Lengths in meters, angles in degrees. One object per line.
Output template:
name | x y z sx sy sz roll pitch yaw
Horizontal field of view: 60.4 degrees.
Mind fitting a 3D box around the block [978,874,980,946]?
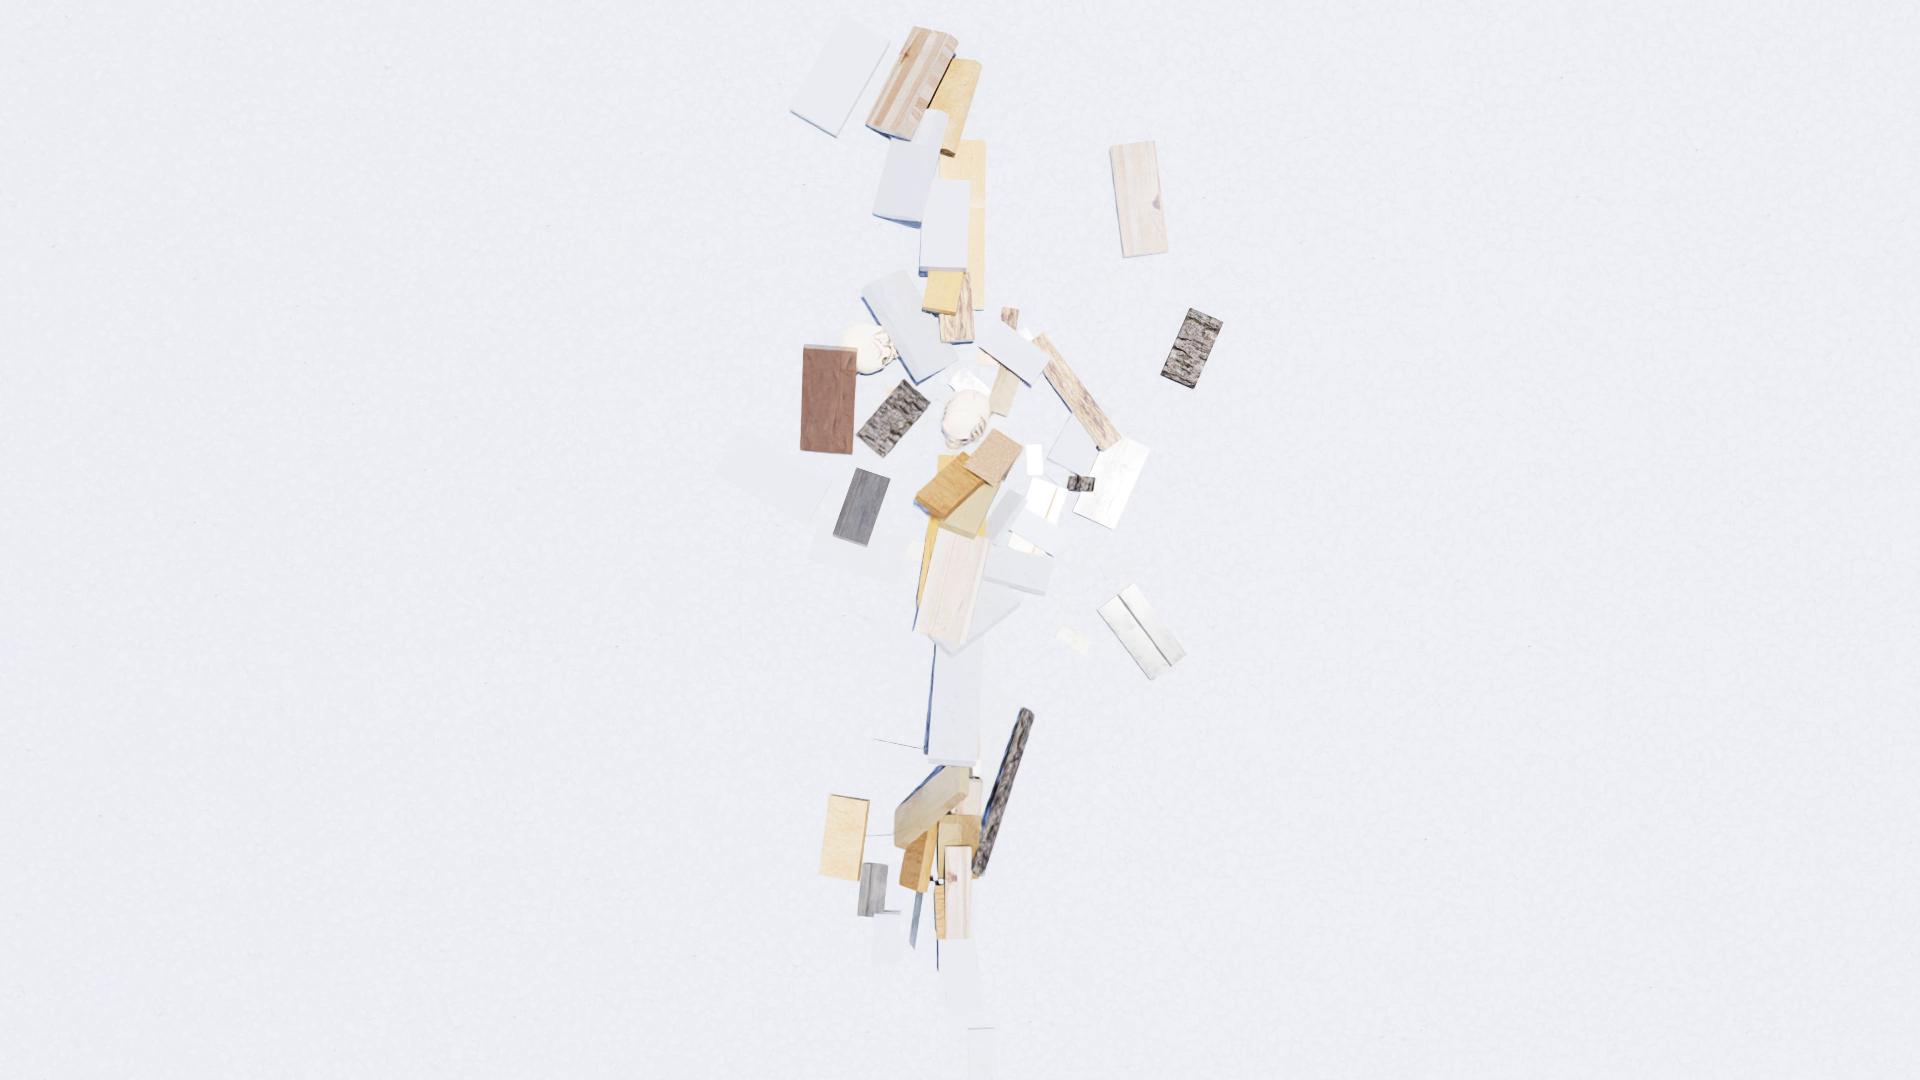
block | -0.002 1.072 5.481 0.134 0.038 0.551 0 90 0

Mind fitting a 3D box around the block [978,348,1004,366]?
block | 0.117 -0.608 5.492 0.112 0.016 0.056 1 90 0

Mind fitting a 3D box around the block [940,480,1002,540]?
block | 0.035 -0.119 5.337 0.121 0.034 0.241 21 55 8

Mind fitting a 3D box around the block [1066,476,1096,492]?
block | 0.401 -0.186 5.460 0.098 0.014 0.049 4 77 38

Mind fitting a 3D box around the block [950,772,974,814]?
block | 0.008 0.831 5.353 0.078 0.022 0.156 -1 88 0

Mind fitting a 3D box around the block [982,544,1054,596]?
block | 0.179 0.095 5.443 0.245 0.035 0.122 15 63 6

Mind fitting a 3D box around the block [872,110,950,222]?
block | -0.163 -1.236 5.424 0.180 0.051 0.359 15 90 39

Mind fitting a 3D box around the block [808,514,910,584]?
block | -0.336 0.031 5.478 0.305 0.043 0.153 16 90 0

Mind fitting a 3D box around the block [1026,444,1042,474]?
block | 0.248 -0.268 5.493 0.049 0.014 0.098 -3 90 0

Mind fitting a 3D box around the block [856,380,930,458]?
block | -0.221 -0.403 5.467 0.121 0.034 0.241 41 95 -5

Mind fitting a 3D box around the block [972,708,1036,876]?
block | 0.143 0.823 5.397 0.026 0.091 0.555 15 78 16

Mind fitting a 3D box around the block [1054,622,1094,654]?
block | 0.379 0.329 5.492 0.116 0.016 0.058 31 90 0

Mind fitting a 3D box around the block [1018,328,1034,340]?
block | 0.229 -0.648 5.492 0.056 0.016 0.112 -35 90 0

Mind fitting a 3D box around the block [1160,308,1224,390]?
block | 0.771 -0.637 5.483 0.121 0.034 0.241 24 90 0

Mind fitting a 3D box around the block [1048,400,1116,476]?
block | 0.402 -0.349 5.471 0.122 0.035 0.245 29 85 0

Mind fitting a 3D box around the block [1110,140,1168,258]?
block | 0.594 -1.132 5.479 0.148 0.042 0.368 -7 90 0

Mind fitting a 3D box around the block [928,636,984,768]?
block | -0.008 0.459 5.304 0.153 0.043 0.564 4 57 0

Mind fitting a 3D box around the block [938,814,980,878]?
block | -0.003 0.998 5.363 0.134 0.038 0.267 1 129 0

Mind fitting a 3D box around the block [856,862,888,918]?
block | -0.290 1.165 5.488 0.088 0.025 0.176 6 90 0

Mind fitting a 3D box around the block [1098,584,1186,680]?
block | 0.605 0.305 5.479 0.148 0.042 0.295 -37 90 0

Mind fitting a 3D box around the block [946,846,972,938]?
block | -0.005 1.136 5.321 0.085 0.024 0.298 0 92 1

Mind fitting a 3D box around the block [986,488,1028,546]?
block | 0.144 -0.076 5.456 0.026 0.091 0.182 34 90 -38

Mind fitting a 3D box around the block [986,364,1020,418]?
block | 0.145 -0.494 5.470 0.078 0.022 0.156 19 83 -5

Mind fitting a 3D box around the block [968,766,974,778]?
block | 0.002 0.740 5.337 0.078 0.022 0.191 -3 77 0

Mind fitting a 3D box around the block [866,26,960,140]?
block | -0.159 -1.504 5.424 0.180 0.051 0.359 27 90 39

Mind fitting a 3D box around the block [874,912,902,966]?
block | -0.241 1.322 5.473 0.088 0.025 0.176 2 100 0

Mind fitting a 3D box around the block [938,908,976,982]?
block | -0.011 1.317 5.370 0.116 0.033 0.232 -2 72 2

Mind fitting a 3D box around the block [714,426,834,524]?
block | -0.616 -0.214 5.475 0.351 0.050 0.176 30 90 0

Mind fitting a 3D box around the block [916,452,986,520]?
block | -0.021 -0.176 5.329 0.121 0.034 0.241 36 58 18

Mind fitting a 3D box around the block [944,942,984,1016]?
block | 0.007 1.443 5.417 0.116 0.033 0.232 -6 99 1

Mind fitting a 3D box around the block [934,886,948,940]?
block | -0.036 1.212 5.376 0.085 0.024 0.170 -4 72 1

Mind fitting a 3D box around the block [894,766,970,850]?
block | -0.095 0.849 5.321 0.038 0.133 0.399 22 135 -24

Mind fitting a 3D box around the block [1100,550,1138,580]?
block | 0.528 0.083 5.492 0.116 0.016 0.058 -25 90 0

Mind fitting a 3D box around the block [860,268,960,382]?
block | -0.163 -0.708 5.424 0.175 0.050 0.351 -32 90 -41

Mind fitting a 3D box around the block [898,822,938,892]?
block | -0.131 1.012 5.417 0.038 0.133 0.266 14 82 -28
